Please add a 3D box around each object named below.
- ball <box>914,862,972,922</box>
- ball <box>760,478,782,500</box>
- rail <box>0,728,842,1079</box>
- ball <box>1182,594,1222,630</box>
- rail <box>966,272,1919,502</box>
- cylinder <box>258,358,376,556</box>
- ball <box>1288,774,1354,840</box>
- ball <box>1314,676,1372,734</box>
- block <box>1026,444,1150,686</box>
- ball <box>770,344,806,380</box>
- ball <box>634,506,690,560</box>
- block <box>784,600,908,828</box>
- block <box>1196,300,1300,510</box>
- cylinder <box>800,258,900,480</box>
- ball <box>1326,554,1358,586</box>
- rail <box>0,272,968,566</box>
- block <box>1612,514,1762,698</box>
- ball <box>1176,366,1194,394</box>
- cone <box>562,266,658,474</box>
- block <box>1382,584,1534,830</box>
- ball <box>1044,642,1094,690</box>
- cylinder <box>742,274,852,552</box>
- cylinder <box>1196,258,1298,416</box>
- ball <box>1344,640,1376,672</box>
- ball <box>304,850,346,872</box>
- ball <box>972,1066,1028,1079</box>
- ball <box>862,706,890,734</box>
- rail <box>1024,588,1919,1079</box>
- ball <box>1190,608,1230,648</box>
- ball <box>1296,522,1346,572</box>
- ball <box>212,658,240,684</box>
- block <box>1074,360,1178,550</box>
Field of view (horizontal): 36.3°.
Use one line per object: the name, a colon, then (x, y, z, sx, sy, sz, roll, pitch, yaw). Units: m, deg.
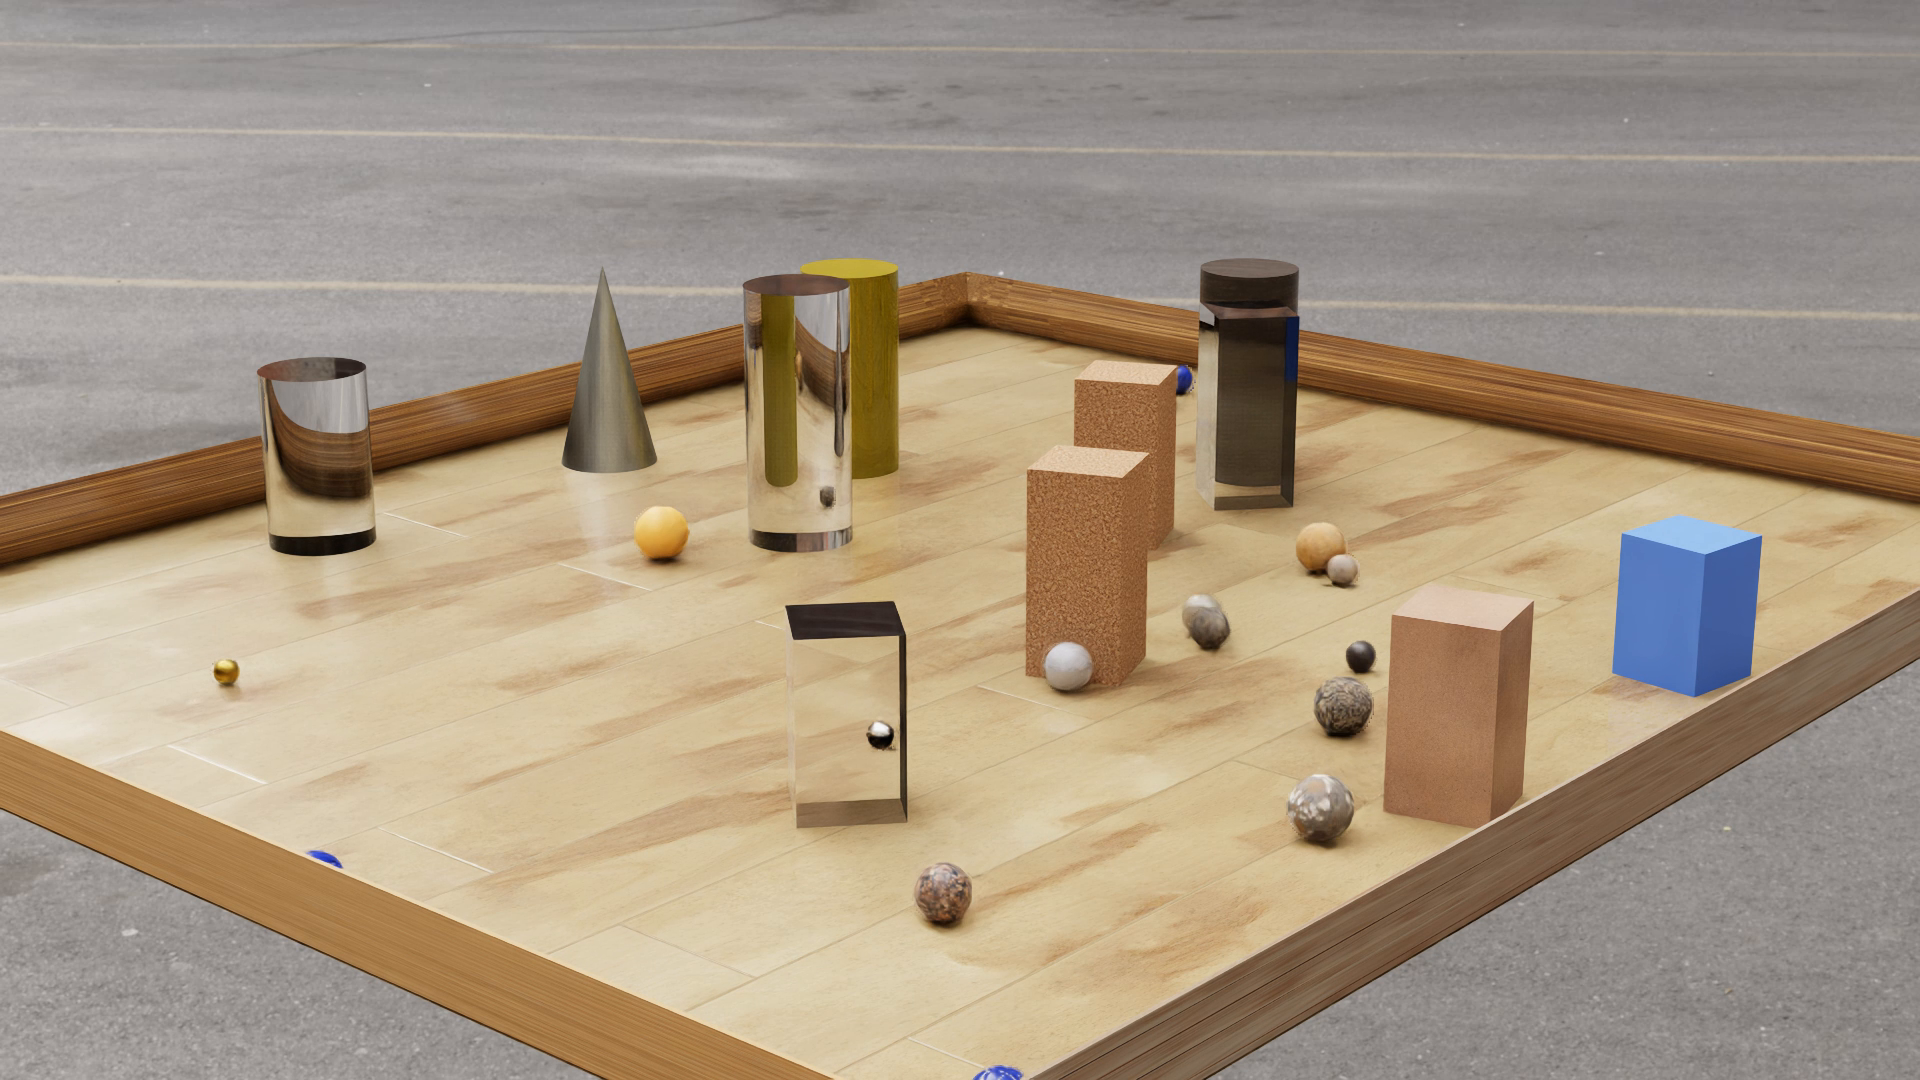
ball: (-0.021, 0.457, 3.802, 0.076, 0.076, 0.076, 0, 17, 0)
ball: (-0.367, -0.098, 5.701, 0.043, 0.043, 0.043, 0, 17, 0)
rail: (-1.069, 0.387, 3.941, 2.833, 0.127, 0.045, 14, 22, 39)
ball: (0.406, 0.125, 4.916, 0.070, 0.070, 0.070, 0, 17, 0)
rail: (1.069, -0.324, 6.299, 2.833, 0.127, 0.045, 14, 22, 39)
cylinder: (-1.183, -0.155, 5.397, 0.196, 0.327, 0.196, 0, 17, 0)
ball: (0.501, 0.370, 4.064, 0.091, 0.091, 0.091, 0, 17, 0)
ball: (0.582, 0.252, 4.462, 0.088, 0.088, 0.088, 0, 17, 0)
block: (0.205, 0.039, 4.720, 0.157, 0.346, 0.157, 6, 18, 18)
ball: (-0.390, -0.404, 6.642, 0.084, 0.084, 0.084, 0, 17, 0)
ball: (-0.541, -0.013, 5.323, 0.098, 0.098, 0.098, 0, 17, 0)
block: (-0.162, 0.246, 4.153, 0.157, 0.278, 0.157, -2, 17, -7)
block: (0.553, -0.262, 5.666, 0.157, 0.376, 0.157, -3, 17, -9)
cylinder: (-0.220, -0.345, 5.885, 0.196, 0.408, 0.196, 0, 17, 0)
ball: (0.676, 0.052, 5.181, 0.055, 0.055, 0.055, 0, 17, 0)
rail: (-1.052, -0.232, 5.994, 0.045, 0.127, 3.310, 14, 22, 39)
block: (1.164, 0.104, 4.697, 0.157, 0.236, 0.157, -15, 22, -40)
ball: (0.488, -0.357, 6.529, 0.061, 0.061, 0.061, 0, 17, 0)
cone: (-0.716, -0.357, 5.929, 0.196, 0.407, 0.196, 0, 17, 0)
block: (0.707, 0.235, 4.157, 0.157, 0.295, 0.157, 8, 19, 26)
ball: (0.173, 0.200, 4.650, 0.078, 0.078, 0.078, 0, 17, 0)
cylinder: (-0.297, -0.234, 5.397, 0.196, 0.479, 0.196, 0, 17, 0)
cylinder: (0.576, -0.346, 5.892, 0.196, 0.408, 0.196, 0, 17, 0)
ball: (0.647, 0.188, 4.742, 0.049, 0.049, 0.049, 0, 17, 0)
ball: (-0.843, 0.446, 3.831, 0.080, 0.080, 0.080, 0, 17, 0)
ball: (0.045, 0.624, 3.232, 0.086, 0.086, 0.086, 0, 17, 0)
ball: (-0.128, 0.275, 4.465, 0.042, 0.042, 0.042, 0, 17, 0)
rail: (1.052, 0.295, 4.246, 0.045, 0.127, 3.310, 14, 22, 39)
ball: (0.414, 0.146, 4.851, 0.065, 0.065, 0.065, 0, 17, 0)
ball: (0.646, 0.013, 5.252, 0.090, 0.090, 0.090, 0, 17, 0)
ball: (-1.171, 0.210, 4.679, 0.042, 0.042, 0.042, 0, 17, 0)
block: (0.306, -0.158, 5.431, 0.157, 0.313, 0.157, 5, 17, 16)
